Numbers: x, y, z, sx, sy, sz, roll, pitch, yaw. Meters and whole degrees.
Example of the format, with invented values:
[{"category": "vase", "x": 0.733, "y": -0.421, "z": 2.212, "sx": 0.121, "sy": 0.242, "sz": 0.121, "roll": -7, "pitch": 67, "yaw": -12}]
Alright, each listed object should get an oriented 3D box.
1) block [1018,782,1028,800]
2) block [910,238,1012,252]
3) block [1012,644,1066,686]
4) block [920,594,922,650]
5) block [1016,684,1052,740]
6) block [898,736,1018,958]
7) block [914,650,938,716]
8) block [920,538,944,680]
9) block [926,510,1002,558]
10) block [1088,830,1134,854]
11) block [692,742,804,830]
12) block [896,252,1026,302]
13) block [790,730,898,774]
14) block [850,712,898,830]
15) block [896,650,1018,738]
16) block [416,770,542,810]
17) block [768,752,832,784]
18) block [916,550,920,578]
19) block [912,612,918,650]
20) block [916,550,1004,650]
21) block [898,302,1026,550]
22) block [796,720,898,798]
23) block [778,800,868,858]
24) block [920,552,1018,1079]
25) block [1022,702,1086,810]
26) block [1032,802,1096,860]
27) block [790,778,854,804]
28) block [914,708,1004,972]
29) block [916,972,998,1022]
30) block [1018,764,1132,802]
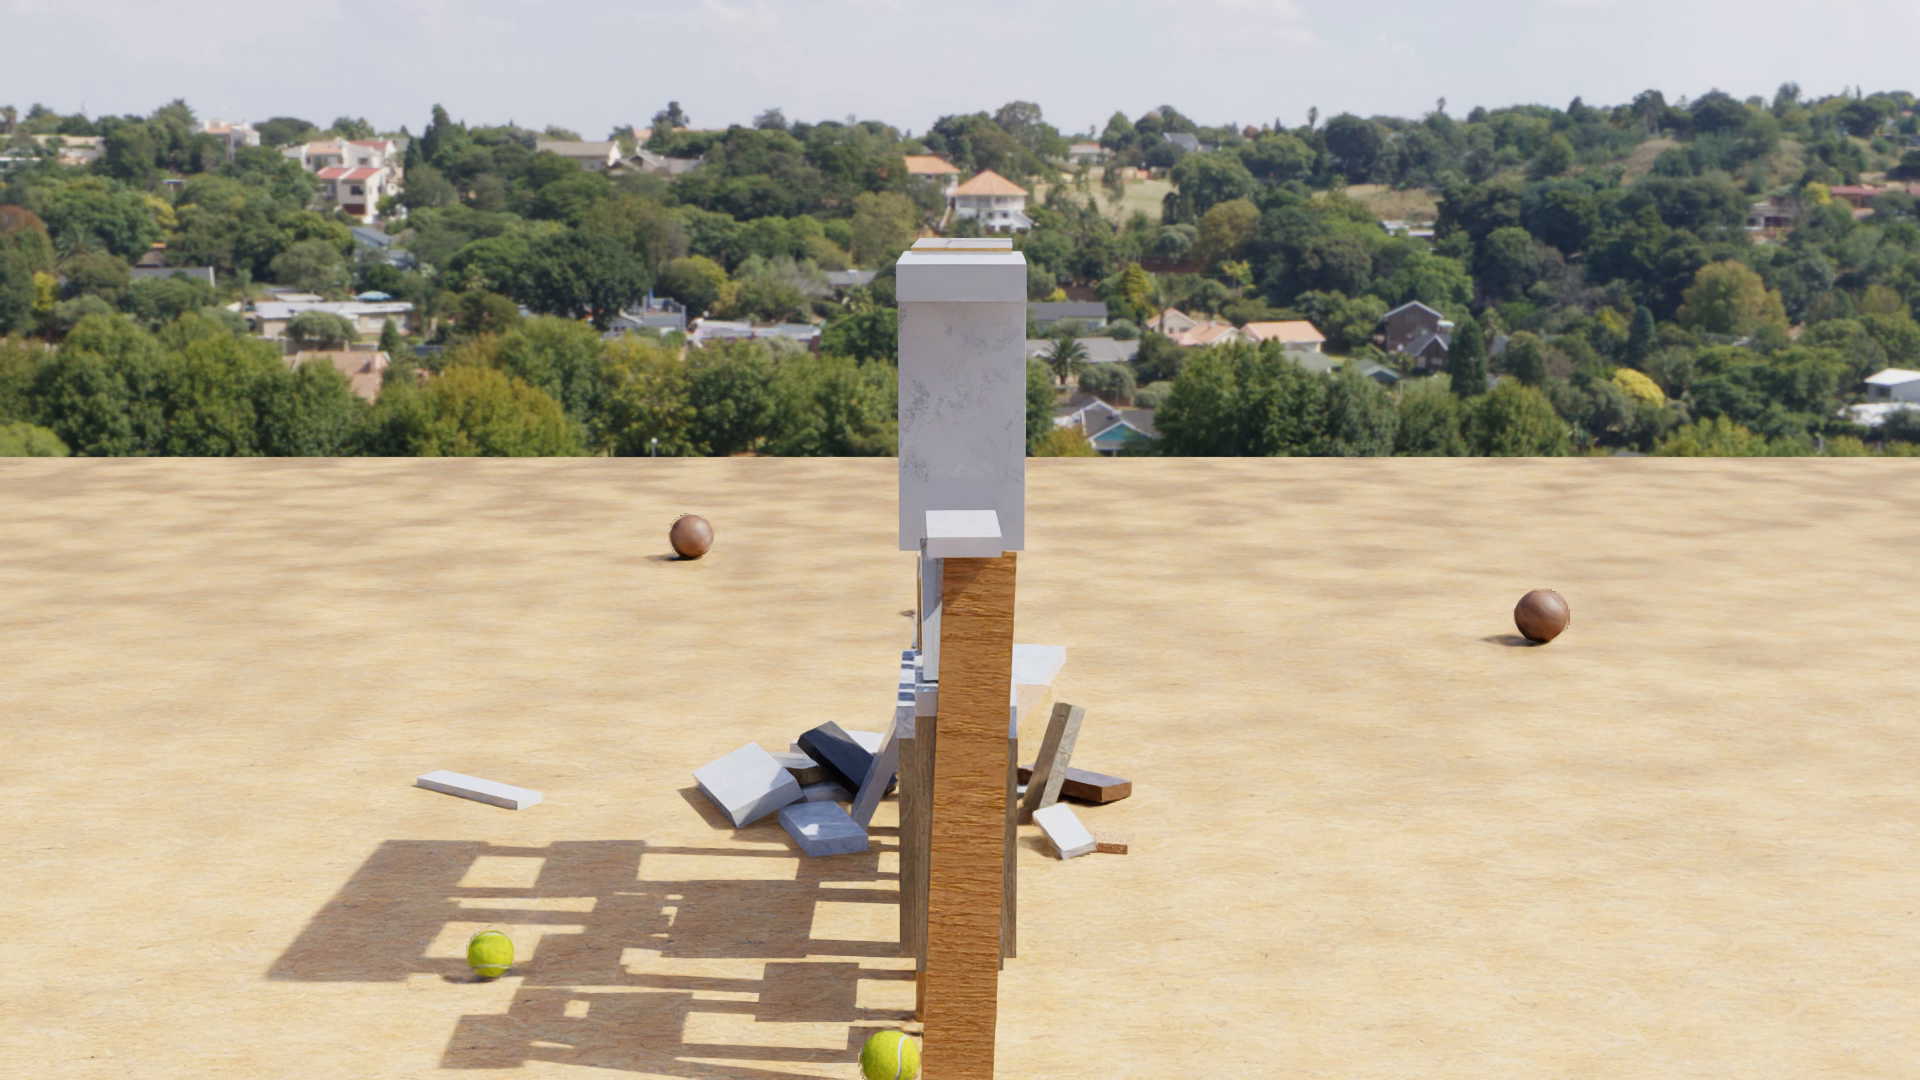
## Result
[{"category": "block", "x": 0.108, "y": 0.479, "z": 4.229, "sx": 0.049, "sy": 0.014, "sz": 0.098, "roll": -10, "pitch": 15, "yaw": -43}, {"category": "block", "x": 0.006, "y": -0.452, "z": 3.508, "sx": 0.154, "sy": 0.044, "sz": 0.309, "roll": 0, "pitch": 10, "yaw": 1}, {"category": "block", "x": 0.097, "y": 0.348, "z": 4.869, "sx": 0.135, "sy": 0.038, "sz": 0.866, "roll": 2, "pitch": 11, "yaw": 12}, {"category": "block", "x": -0.004, "y": 0.128, "z": 3.300, "sx": 0.111, "sy": 0.221, "sz": 0.031, "roll": 0, "pitch": 4, "yaw": 0}, {"category": "block", "x": 0.098, "y": 0.369, "z": 4.573, "sx": 0.102, "sy": 0.029, "sz": 0.455, "roll": 2, "pitch": 11, "yaw": 13}, {"category": "block", "x": -0.003, "y": 0.462, "z": 3.374, "sx": 0.180, "sy": 0.359, "sz": 0.051, "roll": 0, "pitch": 11, "yaw": 0}, {"category": "block", "x": -0.003, "y": 0.193, "z": 2.991, "sx": 0.118, "sy": 0.033, "sz": 0.236, "roll": 0, "pitch": 11, "yaw": -1}, {"category": "block", "x": -0.004, "y": 0.091, "z": 2.927, "sx": 0.094, "sy": 0.188, "sz": 0.027, "roll": -1, "pitch": -1, "yaw": -5}, {"category": "block", "x": 0.003, "y": -0.009, "z": 2.875, "sx": 0.094, "sy": 0.027, "sz": 0.188, "roll": 0, "pitch": 11, "yaw": -2}, {"category": "block", "x": 0.242, "y": 0.536, "z": 3.910, "sx": 0.128, "sy": 0.018, "sz": 0.064, "roll": 3, "pitch": 11, "yaw": 15}, {"category": "block", "x": -0.403, "y": 0.459, "z": 4.141, "sx": 0.135, "sy": 0.038, "sz": 0.270, "roll": -26, "pitch": 18, "yaw": -16}, {"category": "block", "x": 0.003, "y": -0.383, "z": 3.178, "sx": 0.179, "sy": 0.051, "sz": 0.357, "roll": 0, "pitch": 10, "yaw": 0}, {"category": "block", "x": -0.193, "y": 0.426, "z": 4.449, "sx": 0.270, "sy": 0.038, "sz": 0.135, "roll": 4, "pitch": 11, "yaw": 22}, {"category": "block", "x": -0.143, "y": 0.418, "z": 4.029, "sx": 0.030, "sy": 0.213, "sz": 0.107, "roll": 24, "pitch": 9, "yaw": -6}, {"category": "block", "x": -0.005, "y": 0.239, "z": 3.455, "sx": 0.180, "sy": 0.051, "sz": 0.359, "roll": 0, "pitch": 11, "yaw": 0}, {"category": "block", "x": -0.924, "y": 0.479, "z": 4.219, "sx": 0.275, "sy": 0.018, "sz": 0.064, "roll": 7, "pitch": 13, "yaw": 34}, {"category": "block", "x": -0.338, "y": 0.443, "z": 4.286, "sx": 0.107, "sy": 0.030, "sz": 0.233, "roll": -10, "pitch": 6, "yaw": -43}, {"category": "block", "x": -0.007, "y": 0.017, "z": 3.202, "sx": 0.111, "sy": 0.031, "sz": 0.221, "roll": 0, "pitch": 11, "yaw": -1}, {"category": "block", "x": -0.005, "y": 0.179, "z": 4.014, "sx": 0.159, "sy": 0.045, "sz": 0.318, "roll": 0, "pitch": 11, "yaw": 0}, {"category": "block", "x": 0.001, "y": 0.056, "z": 3.550, "sx": 0.137, "sy": 0.275, "sz": 0.039, "roll": -1, "pitch": 11, "yaw": -7}, {"category": "block", "x": 0.003, "y": -0.165, "z": 3.119, "sx": 0.179, "sy": 0.357, "sz": 0.051, "roll": 0, "pitch": 10, "yaw": 0}, {"category": "block", "x": -0.214, "y": 0.426, "z": 4.208, "sx": 0.187, "sy": 0.027, "sz": 0.094, "roll": 39, "pitch": 34, "yaw": 22}, {"category": "block", "x": -0.248, "y": 0.519, "z": 3.966, "sx": 0.107, "sy": 0.030, "sz": 0.213, "roll": -4, "pitch": 11, "yaw": -19}, {"category": "block", "x": 0.011, "y": 0.373, "z": 2.868, "sx": 0.094, "sy": 0.719, "sz": 0.027, "roll": 2, "pitch": 3, "yaw": -1}, {"category": "block", "x": 0.174, "y": 0.404, "z": 4.080, "sx": 0.029, "sy": 0.204, "sz": 0.102, "roll": 20, "pitch": -6, "yaw": -14}, {"category": "block", "x": 0.184, "y": 0.515, "z": 3.897, "sx": 0.064, "sy": 0.018, "sz": 0.128, "roll": -14, "pitch": 31, "yaw": -18}, {"category": "block", "x": -0.250, "y": 0.475, "z": 4.215, "sx": 0.187, "sy": 0.027, "sz": 0.094, "roll": -10, "pitch": 14, "yaw": -42}, {"category": "block", "x": -0.001, "y": 0.401, "z": 2.948, "sx": 0.118, "sy": 0.361, "sz": 0.033, "roll": 0, "pitch": 11, "yaw": -1}, {"category": "block", "x": -0.004, "y": 0.572, "z": 3.135, "sx": 0.115, "sy": 0.230, "sz": 0.033, "roll": 0, "pitch": 10, "yaw": 0}, {"category": "block", "x": 0.217, "y": 0.464, "z": 4.227, "sx": 0.204, "sy": 0.029, "sz": 0.102, "roll": 9, "pitch": 7, "yaw": 37}]
